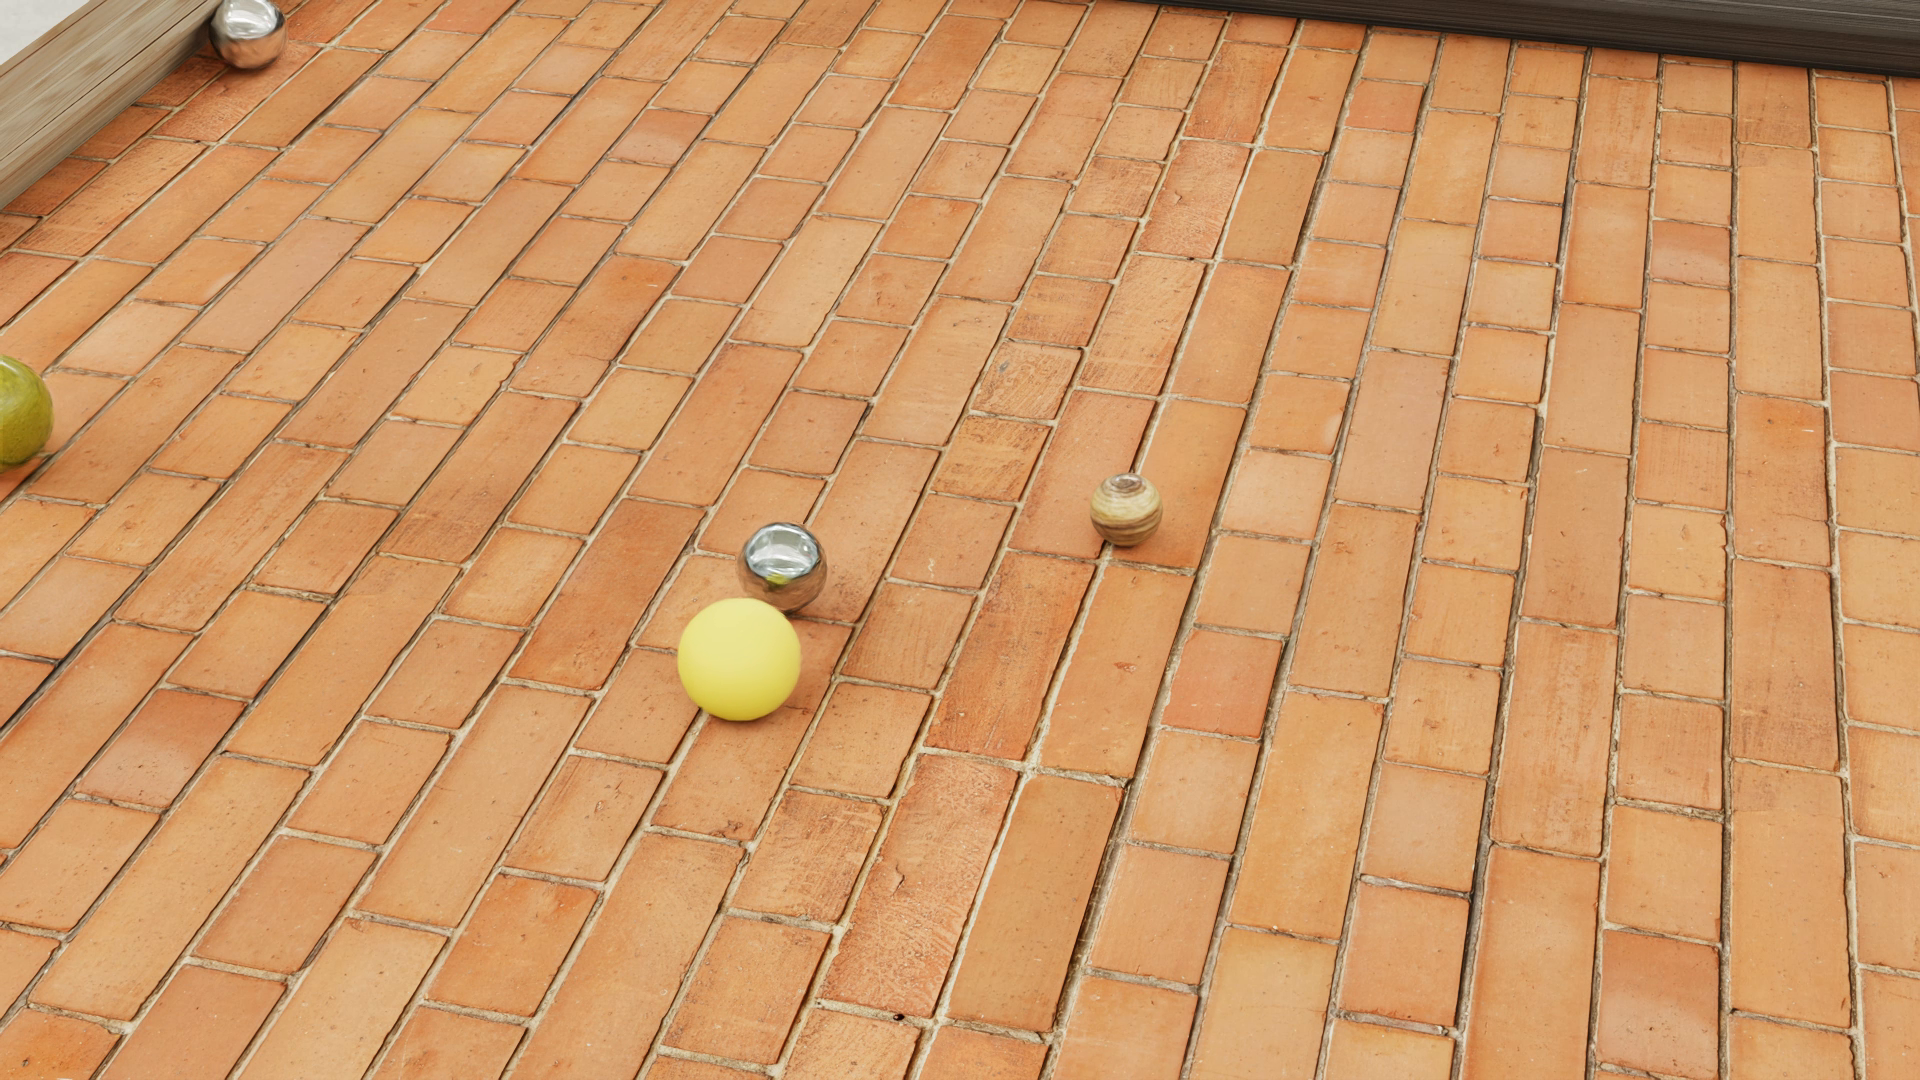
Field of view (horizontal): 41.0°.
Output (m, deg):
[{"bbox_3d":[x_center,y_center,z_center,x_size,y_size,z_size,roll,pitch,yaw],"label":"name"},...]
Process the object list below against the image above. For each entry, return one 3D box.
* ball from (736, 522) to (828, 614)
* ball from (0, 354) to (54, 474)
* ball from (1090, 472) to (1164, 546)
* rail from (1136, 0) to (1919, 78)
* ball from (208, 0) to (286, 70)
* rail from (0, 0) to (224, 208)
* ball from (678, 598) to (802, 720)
[{"bbox_3d":[-0.130,0.020,1.876,0.067,0.067,0.067,0,34,0],"label":"ball"},{"bbox_3d":[-0.766,-0.100,2.027,0.096,0.096,0.096,0,34,0],"label":"ball"},{"bbox_3d":[0.126,-0.023,1.949,0.056,0.056,0.056,0,34,0],"label":"ball"},{"bbox_3d":[1.275,-0.482,2.562,4.130,0.125,0.045,8,35,12],"label":"rail"},{"bbox_3d":[-0.743,-0.529,2.676,0.078,0.078,0.078,0,34,0],"label":"ball"},{"bbox_3d":[-0.977,-0.161,2.090,0.045,0.125,2.269,8,35,12],"label":"rail"},{"bbox_3d":[-0.152,0.082,1.769,0.085,0.085,0.085,0,34,0],"label":"ball"}]
